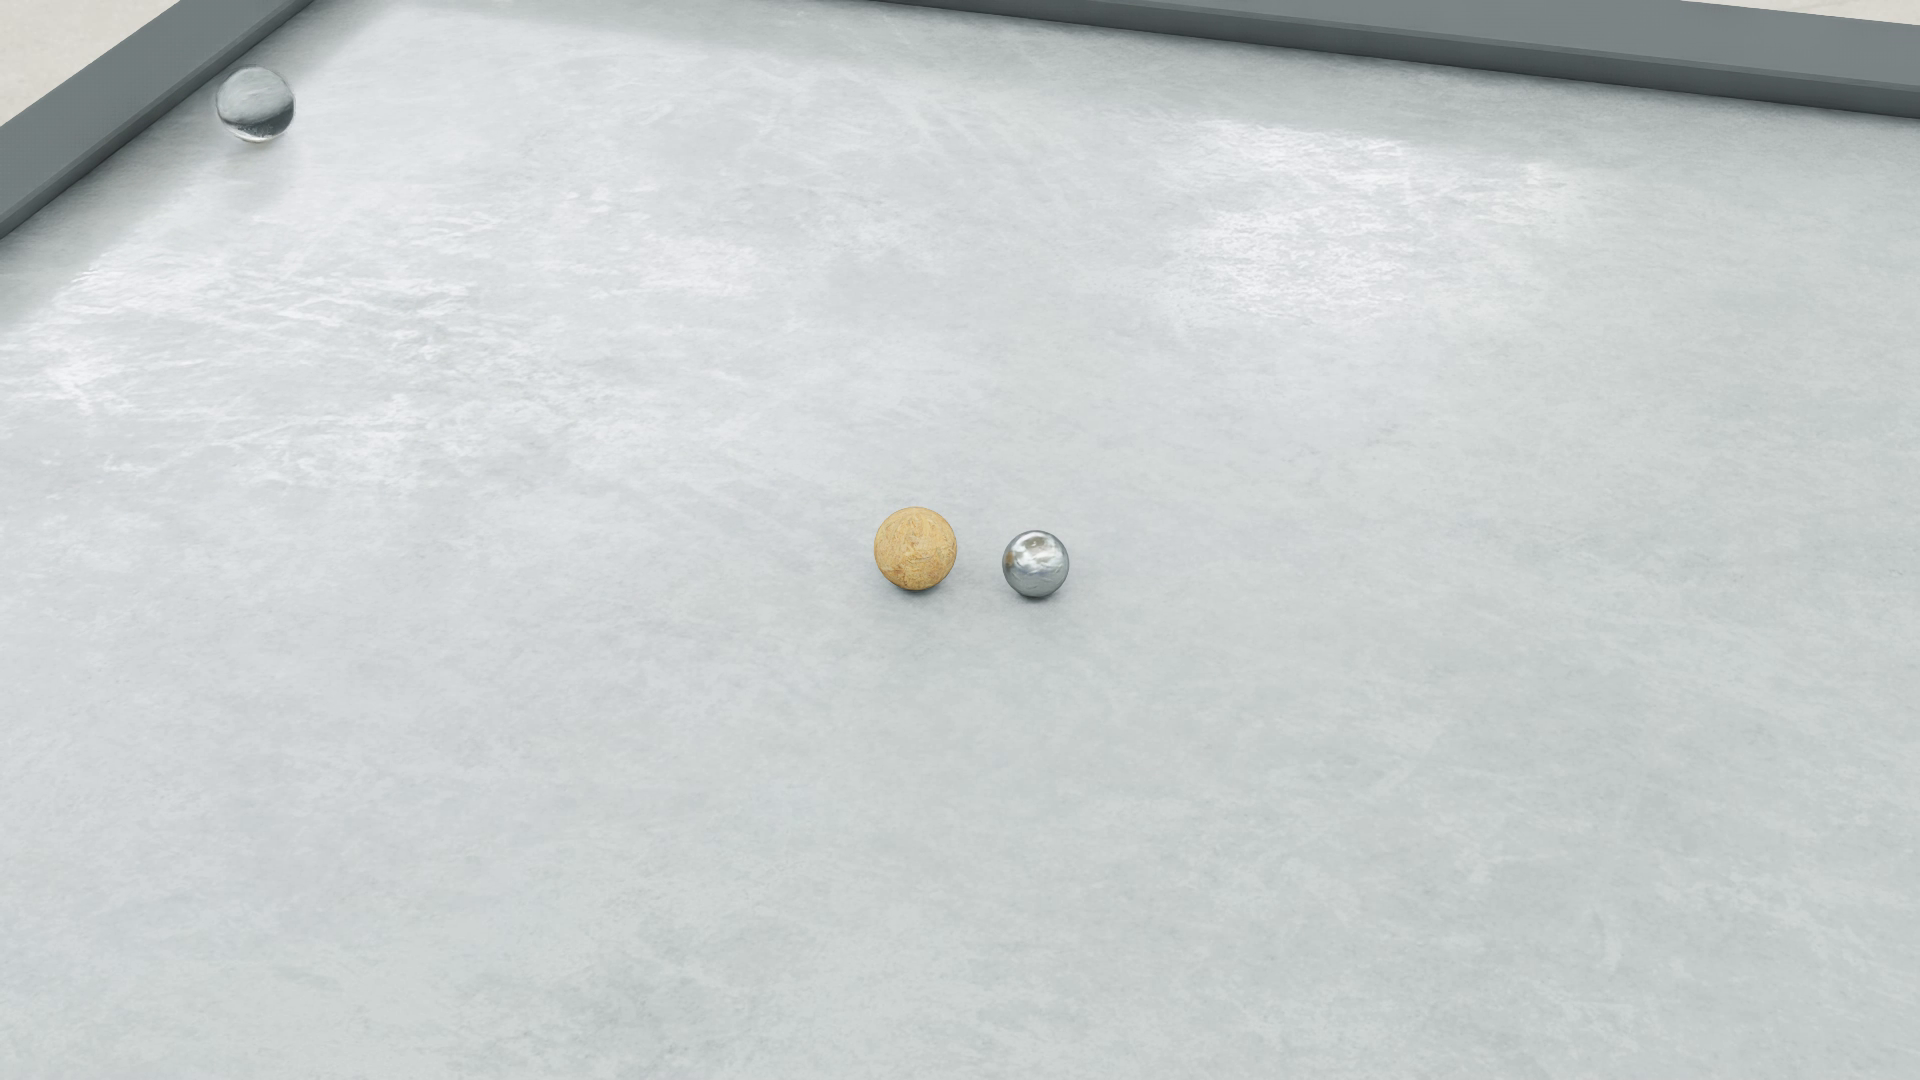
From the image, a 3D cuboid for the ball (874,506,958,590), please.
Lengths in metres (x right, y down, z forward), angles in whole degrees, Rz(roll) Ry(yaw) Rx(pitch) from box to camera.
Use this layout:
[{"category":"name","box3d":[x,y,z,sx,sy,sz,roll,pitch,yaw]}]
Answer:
[{"category":"ball","box3d":[-0.034,0.006,1.955,0.064,0.064,0.064,0,34,0]}]

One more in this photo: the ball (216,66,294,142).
[{"category":"ball","box3d":[-0.717,-0.443,2.613,0.077,0.077,0.077,0,34,0]}]

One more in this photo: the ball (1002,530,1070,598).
[{"category":"ball","box3d":[0.057,0.018,1.949,0.052,0.052,0.052,0,34,0]}]

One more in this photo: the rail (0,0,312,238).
[{"category":"rail","box3d":[-0.974,-0.176,2.193,0.045,0.100,2.166,9,35,13]}]

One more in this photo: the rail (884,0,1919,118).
[{"category":"rail","box3d":[1.294,-0.421,2.558,4.154,0.100,0.045,9,35,13]}]
